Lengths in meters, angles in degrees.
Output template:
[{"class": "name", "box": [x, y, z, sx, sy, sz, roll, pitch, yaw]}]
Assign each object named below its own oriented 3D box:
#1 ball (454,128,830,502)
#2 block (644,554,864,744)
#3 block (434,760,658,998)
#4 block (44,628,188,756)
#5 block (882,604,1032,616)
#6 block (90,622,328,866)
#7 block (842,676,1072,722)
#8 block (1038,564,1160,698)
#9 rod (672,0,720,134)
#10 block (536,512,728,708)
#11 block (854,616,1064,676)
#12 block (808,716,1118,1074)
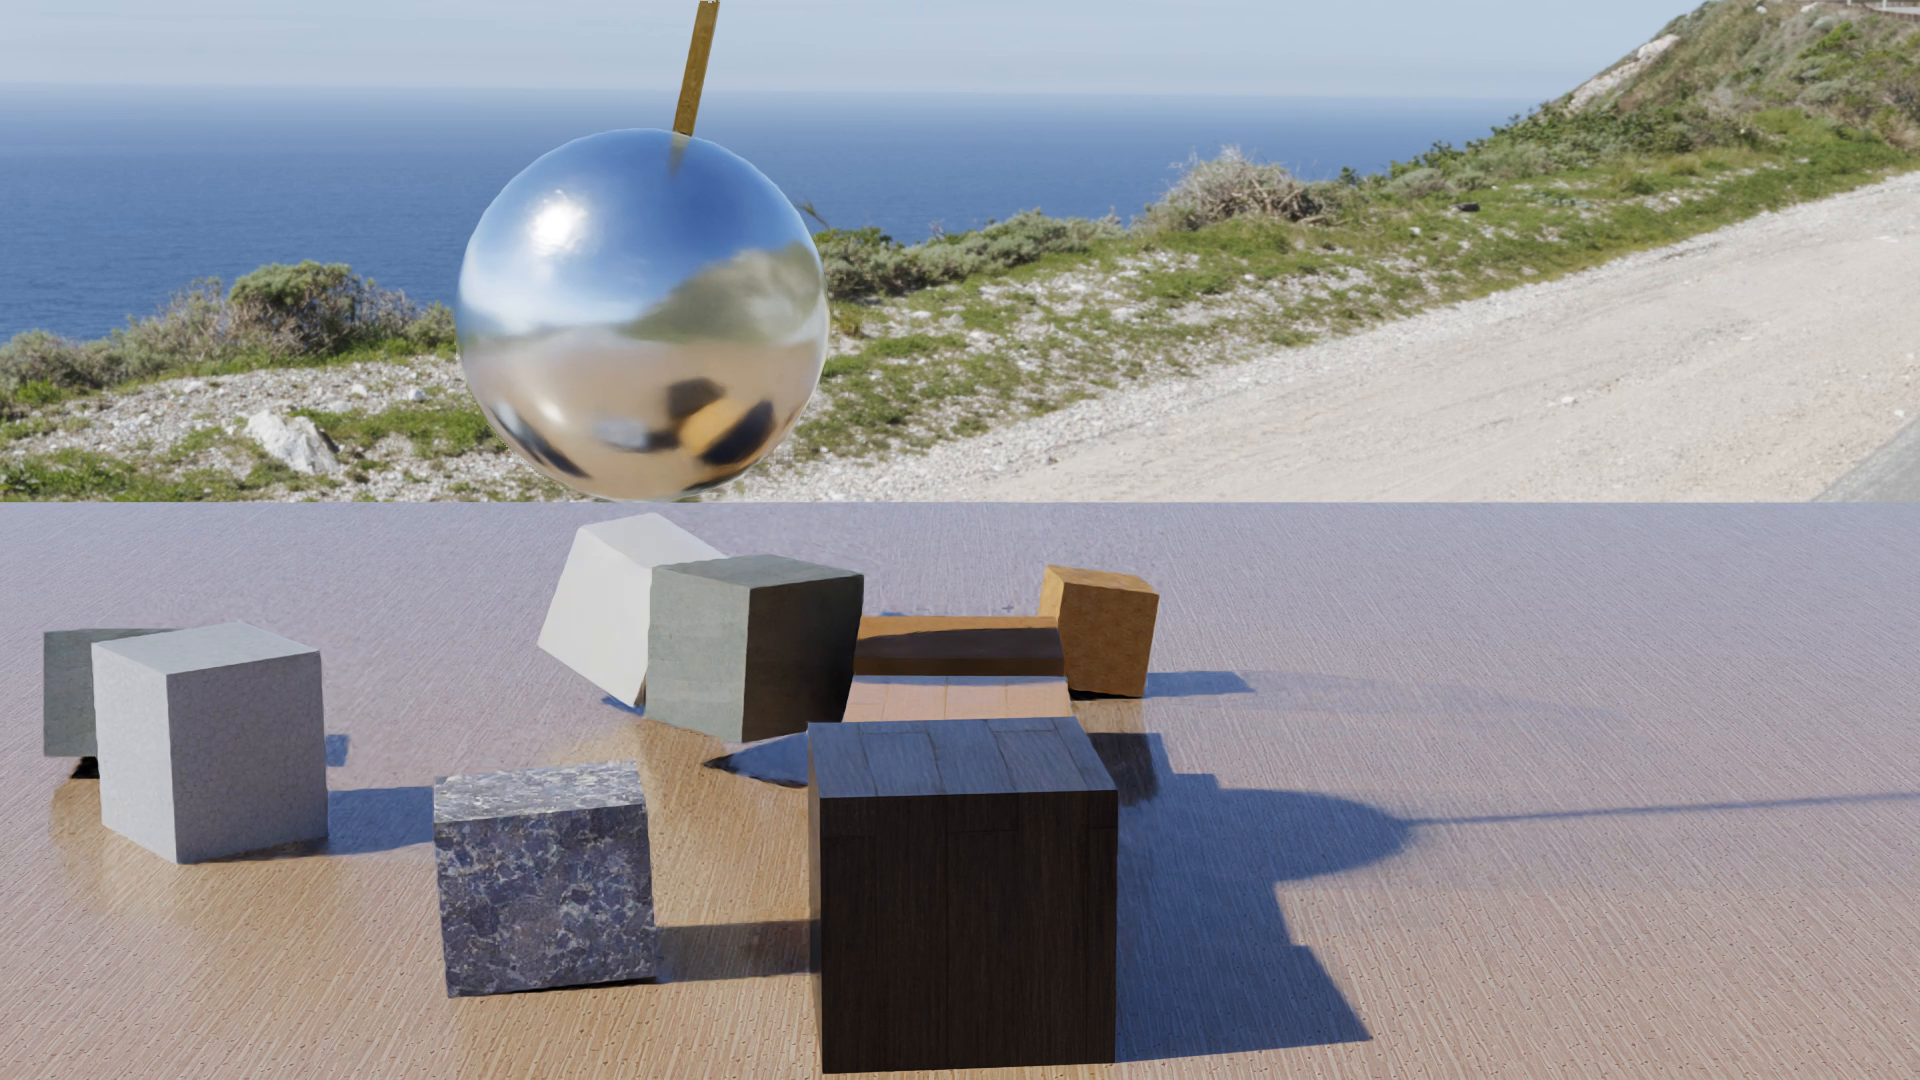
[{"class": "ball", "box": [-1.356, -0.959, 11.006, 1.600, 1.600, 1.600, 0, 10, 0]}, {"class": "block", "box": [-1.051, 0.539, 13.149, 0.698, 0.780, 0.838, 11, 11, 39]}, {"class": "block", "box": [-1.651, 1.330, 10.193, 0.807, 0.701, 0.658, -4, 11, -10]}, {"class": "block", "box": [-4.236, 0.778, 13.220, 0.739, 0.625, 0.664, 0, -1, -1]}, {"class": "block", "box": [-0.013, 0.780, 13.205, 0.779, 0.742, 0.831, 0, 10, 0]}, {"class": "block", "box": [-3.507, 0.929, 11.995, 0.743, 0.880, 0.844, -9, 13, -40]}, {"class": "block", "box": [-0.006, 1.136, 10.624, 0.914, 0.964, 0.905, 0, 10, 1]}, {"class": "block", "box": [0.770, 0.519, 14.787, 0.559, 0.605, 0.556, 7, 9, -10]}, {"class": "rod", "box": [-0.587, -4.218, 10.413, 0.080, 5.200, 0.080, 13, 10, -2]}, {"class": "block", "box": [-1.782, 0.383, 14.476, 0.718, 0.762, 0.720, 31, 20, 22]}, {"class": "block", "box": [-0.006, 0.883, 12.318, 0.969, 0.856, 0.932, 0, 10, 0]}, {"class": "block", "box": [-0.018, 1.296, 9.595, 1.051, 1.017, 1.054, -1, 10, -6]}]
